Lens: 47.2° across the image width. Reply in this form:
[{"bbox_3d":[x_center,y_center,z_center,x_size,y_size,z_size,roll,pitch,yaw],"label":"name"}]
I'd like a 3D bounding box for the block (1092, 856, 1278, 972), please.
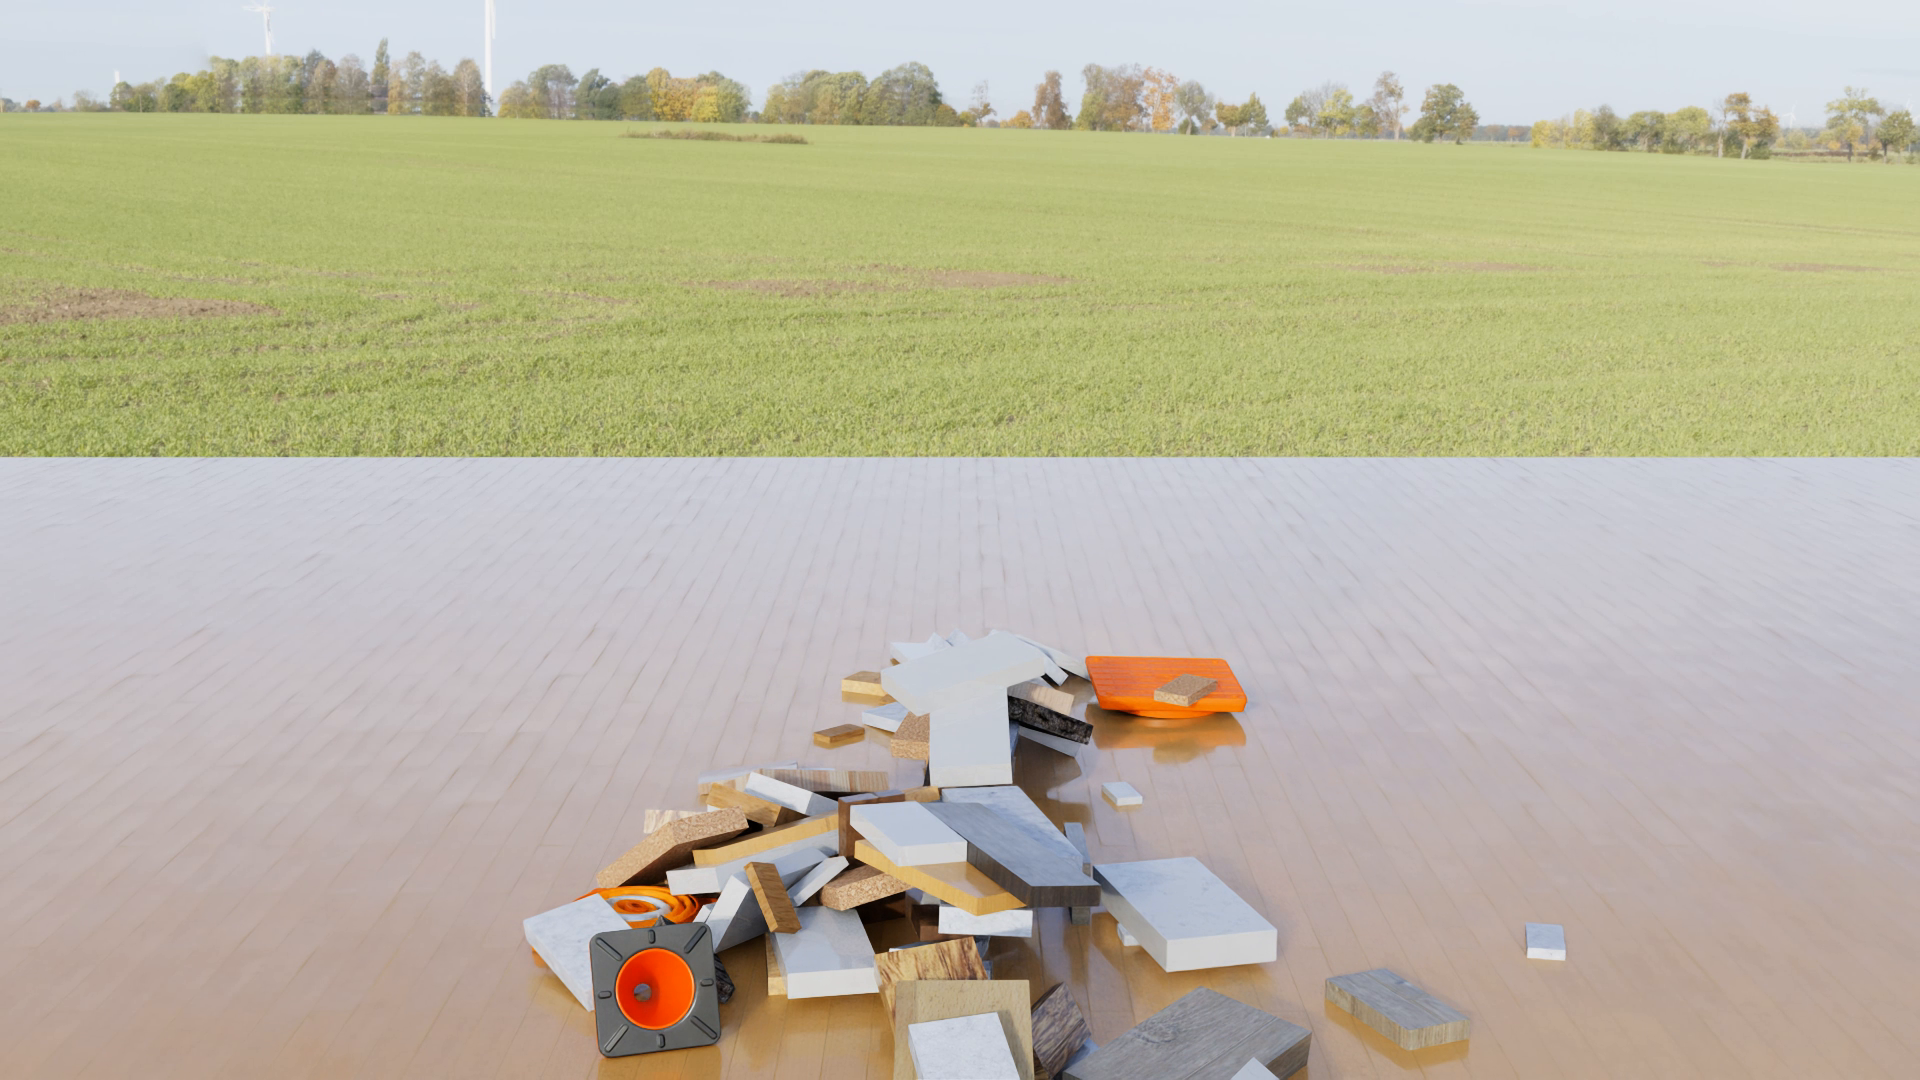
[{"bbox_3d":[0.348,0.586,3.469,0.176,0.050,0.352,-3,11,-15],"label":"block"}]

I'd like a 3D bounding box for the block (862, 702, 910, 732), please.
[{"bbox_3d":[-0.119,0.380,4.671,0.093,0.026,0.186,-14,12,-34],"label":"block"}]

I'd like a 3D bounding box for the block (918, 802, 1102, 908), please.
[{"bbox_3d":[0.064,0.471,3.327,0.110,0.031,0.455,3,8,-23],"label":"block"}]

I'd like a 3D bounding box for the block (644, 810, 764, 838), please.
[{"bbox_3d":[-0.440,0.497,3.802,0.138,0.039,0.275,2,-10,9],"label":"block"}]

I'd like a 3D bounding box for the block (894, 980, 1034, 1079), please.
[{"bbox_3d":[0.005,0.657,2.641,0.167,0.047,0.334,0,29,0],"label":"block"}]

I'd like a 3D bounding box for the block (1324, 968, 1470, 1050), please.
[{"bbox_3d":[0.625,0.671,3.153,0.104,0.029,0.208,-5,11,-23],"label":"block"}]

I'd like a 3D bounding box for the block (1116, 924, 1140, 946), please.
[{"bbox_3d":[0.308,0.619,3.467,0.112,0.016,0.056,-2,11,-8],"label":"block"}]

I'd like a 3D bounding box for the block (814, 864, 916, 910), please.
[{"bbox_3d":[-0.094,0.522,3.447,0.248,0.035,0.124,-14,1,-21],"label":"block"}]

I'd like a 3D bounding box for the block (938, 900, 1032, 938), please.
[{"bbox_3d":[0.037,0.549,3.317,0.135,0.038,0.269,2,2,0],"label":"block"}]

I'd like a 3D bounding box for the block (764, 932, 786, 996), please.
[{"bbox_3d":[-0.246,0.639,3.333,0.095,0.027,0.190,-1,11,-6],"label":"block"}]

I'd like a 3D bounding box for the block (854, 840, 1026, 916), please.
[{"bbox_3d":[-0.031,0.498,3.297,0.095,0.027,0.311,-5,12,-37],"label":"block"}]

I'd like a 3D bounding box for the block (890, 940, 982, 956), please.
[{"bbox_3d":[-0.032,0.591,3.146,0.081,0.023,0.320,0,-8,9],"label":"block"}]

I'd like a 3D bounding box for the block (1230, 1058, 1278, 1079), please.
[{"bbox_3d":[0.265,0.753,2.416,0.176,0.050,0.603,39,26,18],"label":"block"}]

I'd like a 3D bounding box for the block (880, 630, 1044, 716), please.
[{"bbox_3d":[0.005,0.247,4.095,0.273,0.039,0.136,-16,27,-26],"label":"block"}]

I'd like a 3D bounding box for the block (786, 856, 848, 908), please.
[{"bbox_3d":[-0.230,0.533,3.422,0.113,0.016,0.056,-36,10,-35],"label":"block"}]

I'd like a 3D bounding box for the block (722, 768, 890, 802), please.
[{"bbox_3d":[-0.281,0.453,4.007,0.275,0.039,0.138,6,-21,-36],"label":"block"}]

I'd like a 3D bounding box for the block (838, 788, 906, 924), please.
[{"bbox_3d":[-0.141,0.510,3.529,0.104,0.208,0.029,-5,12,-27],"label":"block"}]

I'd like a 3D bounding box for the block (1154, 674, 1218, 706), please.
[{"bbox_3d":[0.488,0.323,4.745,0.078,0.022,0.157,9,15,28],"label":"block"}]

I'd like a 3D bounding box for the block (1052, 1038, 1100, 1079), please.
[{"bbox_3d":[0.155,0.706,2.979,0.081,0.023,0.162,-4,11,-21],"label":"block"}]

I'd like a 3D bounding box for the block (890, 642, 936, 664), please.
[{"bbox_3d":[-0.084,0.286,5.143,0.093,0.026,0.403,2,6,-12],"label":"block"}]

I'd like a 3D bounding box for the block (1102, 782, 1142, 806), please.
[{"bbox_3d":[0.309,0.484,4.200,0.050,0.014,0.100,-3,11,-13],"label":"block"}]

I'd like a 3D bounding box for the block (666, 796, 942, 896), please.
[{"bbox_3d":[-0.246,0.503,3.642,0.487,0.039,0.138,-12,-1,-42],"label":"block"}]

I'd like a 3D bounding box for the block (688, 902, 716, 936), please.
[{"bbox_3d":[-0.384,0.592,3.441,0.016,0.056,0.113,35,10,18],"label":"block"}]

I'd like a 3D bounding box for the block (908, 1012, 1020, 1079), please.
[{"bbox_3d":[0.015,0.645,2.580,0.110,0.031,0.220,-6,29,-11],"label":"block"}]

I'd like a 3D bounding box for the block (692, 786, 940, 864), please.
[{"bbox_3d":[-0.232,0.468,3.625,0.428,0.023,0.081,-12,-1,-34],"label":"block"}]

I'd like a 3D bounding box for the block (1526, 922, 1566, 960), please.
[{"bbox_3d":[0.913,0.626,3.431,0.056,0.016,0.112,2,11,12],"label":"block"}]

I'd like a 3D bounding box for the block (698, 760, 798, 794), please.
[{"bbox_3d":[-0.409,0.458,4.254,0.191,0.022,0.078,-7,11,-2],"label":"block"}]

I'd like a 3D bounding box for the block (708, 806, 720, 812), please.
[{"bbox_3d":[-0.383,0.502,4.081,0.154,0.022,0.077,6,12,29],"label":"block"}]

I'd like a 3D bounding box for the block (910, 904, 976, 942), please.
[{"bbox_3d":[-0.026,0.577,3.315,0.081,0.023,0.163,2,2,-6],"label":"block"}]

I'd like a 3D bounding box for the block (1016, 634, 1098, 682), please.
[{"bbox_3d":[0.219,0.275,5.151,0.109,0.031,0.219,26,-3,-29],"label":"block"}]

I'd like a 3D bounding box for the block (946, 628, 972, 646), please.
[{"bbox_3d":[0.085,0.295,4.930,0.138,0.039,0.408,39,-2,-19],"label":"block"}]

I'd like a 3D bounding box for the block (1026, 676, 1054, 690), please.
[{"bbox_3d":[0.132,0.292,5.011,0.109,0.031,0.219,41,-3,-19],"label":"block"}]

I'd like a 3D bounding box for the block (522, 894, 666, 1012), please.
[{"bbox_3d":[-0.550,0.615,3.298,0.124,0.035,0.248,-17,24,-27],"label":"block"}]

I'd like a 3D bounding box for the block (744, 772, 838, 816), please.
[{"bbox_3d":[-0.243,0.470,3.855,0.136,0.039,0.273,14,-10,34],"label":"block"}]

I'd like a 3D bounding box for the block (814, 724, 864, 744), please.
[{"bbox_3d":[-0.254,0.406,4.619,0.050,0.014,0.100,10,15,43],"label":"block"}]
